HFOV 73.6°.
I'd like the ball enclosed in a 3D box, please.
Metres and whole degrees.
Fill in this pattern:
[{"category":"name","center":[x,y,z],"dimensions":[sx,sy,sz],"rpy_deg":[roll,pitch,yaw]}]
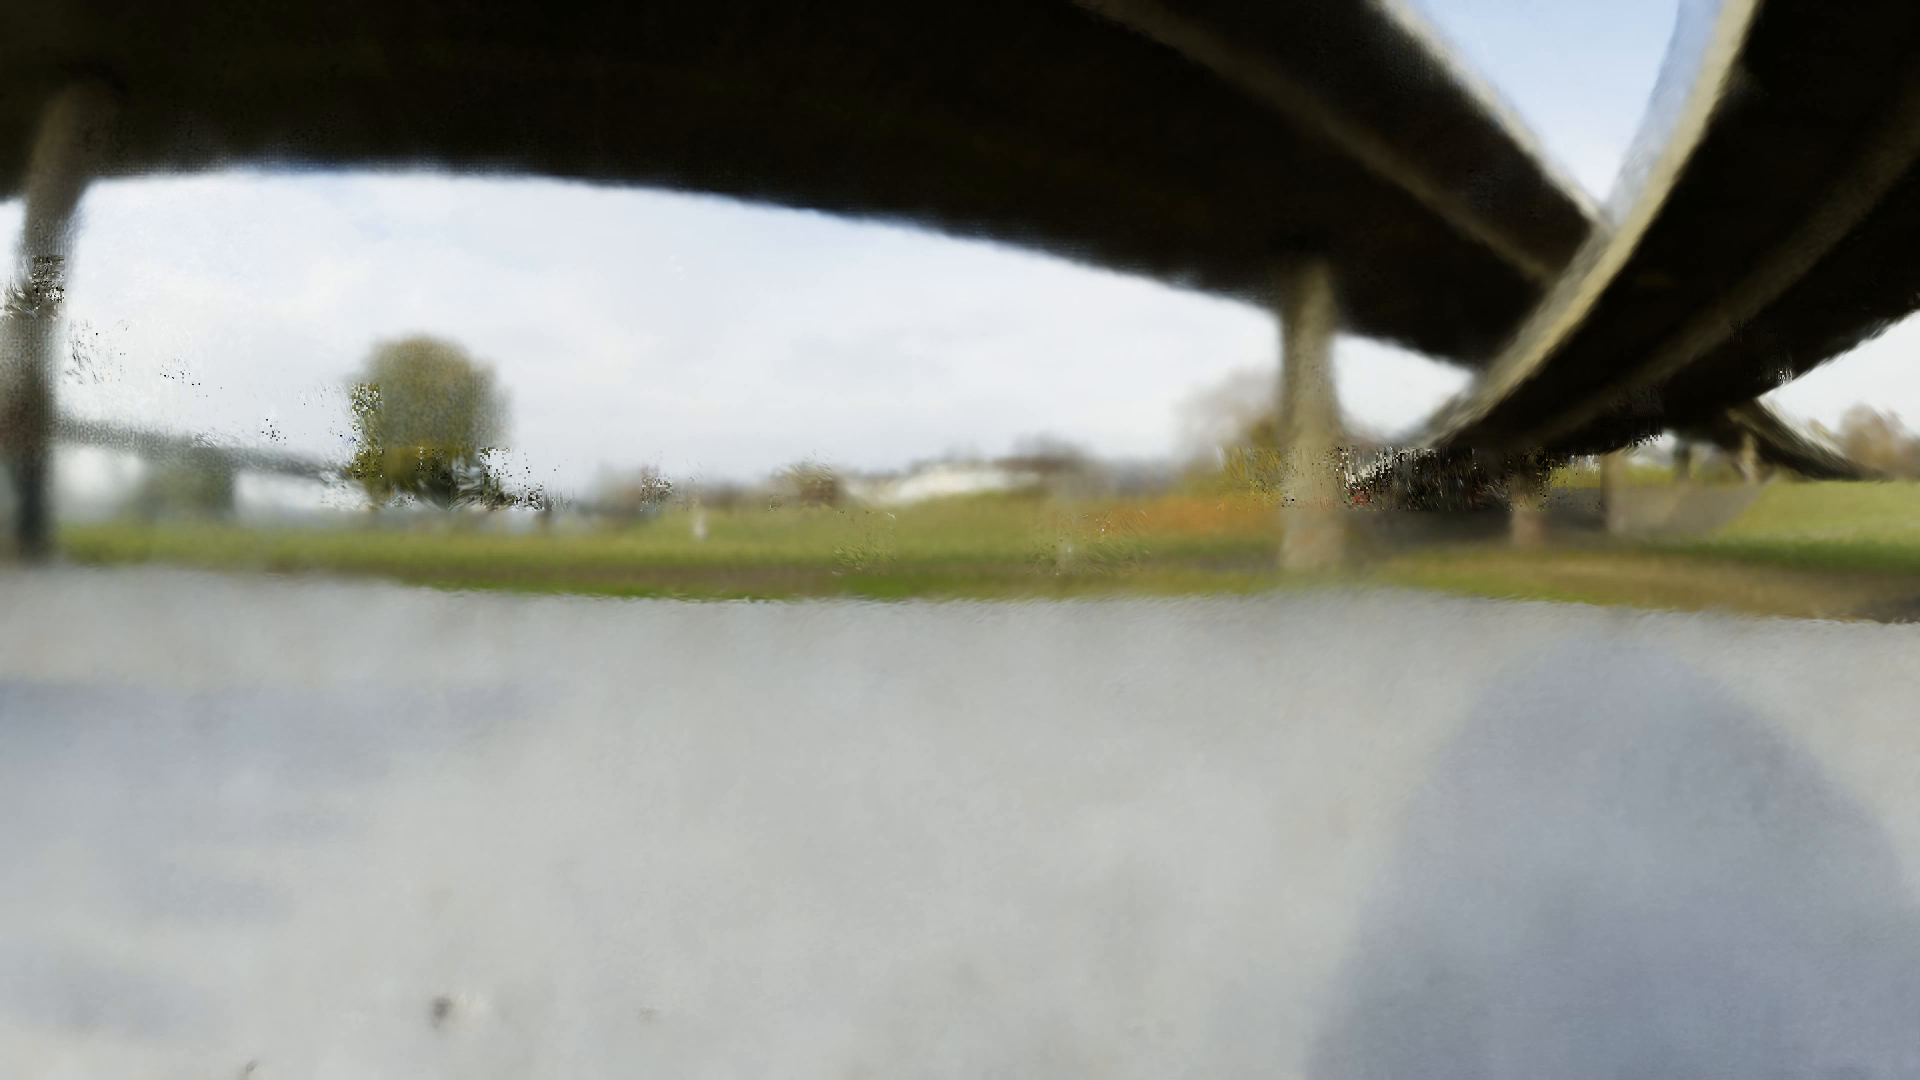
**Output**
[{"category":"ball","center":[0.000,-0.002,0.056],"dimensions":[0.080,0.080,0.080],"rpy_deg":[0,4,0]}]
